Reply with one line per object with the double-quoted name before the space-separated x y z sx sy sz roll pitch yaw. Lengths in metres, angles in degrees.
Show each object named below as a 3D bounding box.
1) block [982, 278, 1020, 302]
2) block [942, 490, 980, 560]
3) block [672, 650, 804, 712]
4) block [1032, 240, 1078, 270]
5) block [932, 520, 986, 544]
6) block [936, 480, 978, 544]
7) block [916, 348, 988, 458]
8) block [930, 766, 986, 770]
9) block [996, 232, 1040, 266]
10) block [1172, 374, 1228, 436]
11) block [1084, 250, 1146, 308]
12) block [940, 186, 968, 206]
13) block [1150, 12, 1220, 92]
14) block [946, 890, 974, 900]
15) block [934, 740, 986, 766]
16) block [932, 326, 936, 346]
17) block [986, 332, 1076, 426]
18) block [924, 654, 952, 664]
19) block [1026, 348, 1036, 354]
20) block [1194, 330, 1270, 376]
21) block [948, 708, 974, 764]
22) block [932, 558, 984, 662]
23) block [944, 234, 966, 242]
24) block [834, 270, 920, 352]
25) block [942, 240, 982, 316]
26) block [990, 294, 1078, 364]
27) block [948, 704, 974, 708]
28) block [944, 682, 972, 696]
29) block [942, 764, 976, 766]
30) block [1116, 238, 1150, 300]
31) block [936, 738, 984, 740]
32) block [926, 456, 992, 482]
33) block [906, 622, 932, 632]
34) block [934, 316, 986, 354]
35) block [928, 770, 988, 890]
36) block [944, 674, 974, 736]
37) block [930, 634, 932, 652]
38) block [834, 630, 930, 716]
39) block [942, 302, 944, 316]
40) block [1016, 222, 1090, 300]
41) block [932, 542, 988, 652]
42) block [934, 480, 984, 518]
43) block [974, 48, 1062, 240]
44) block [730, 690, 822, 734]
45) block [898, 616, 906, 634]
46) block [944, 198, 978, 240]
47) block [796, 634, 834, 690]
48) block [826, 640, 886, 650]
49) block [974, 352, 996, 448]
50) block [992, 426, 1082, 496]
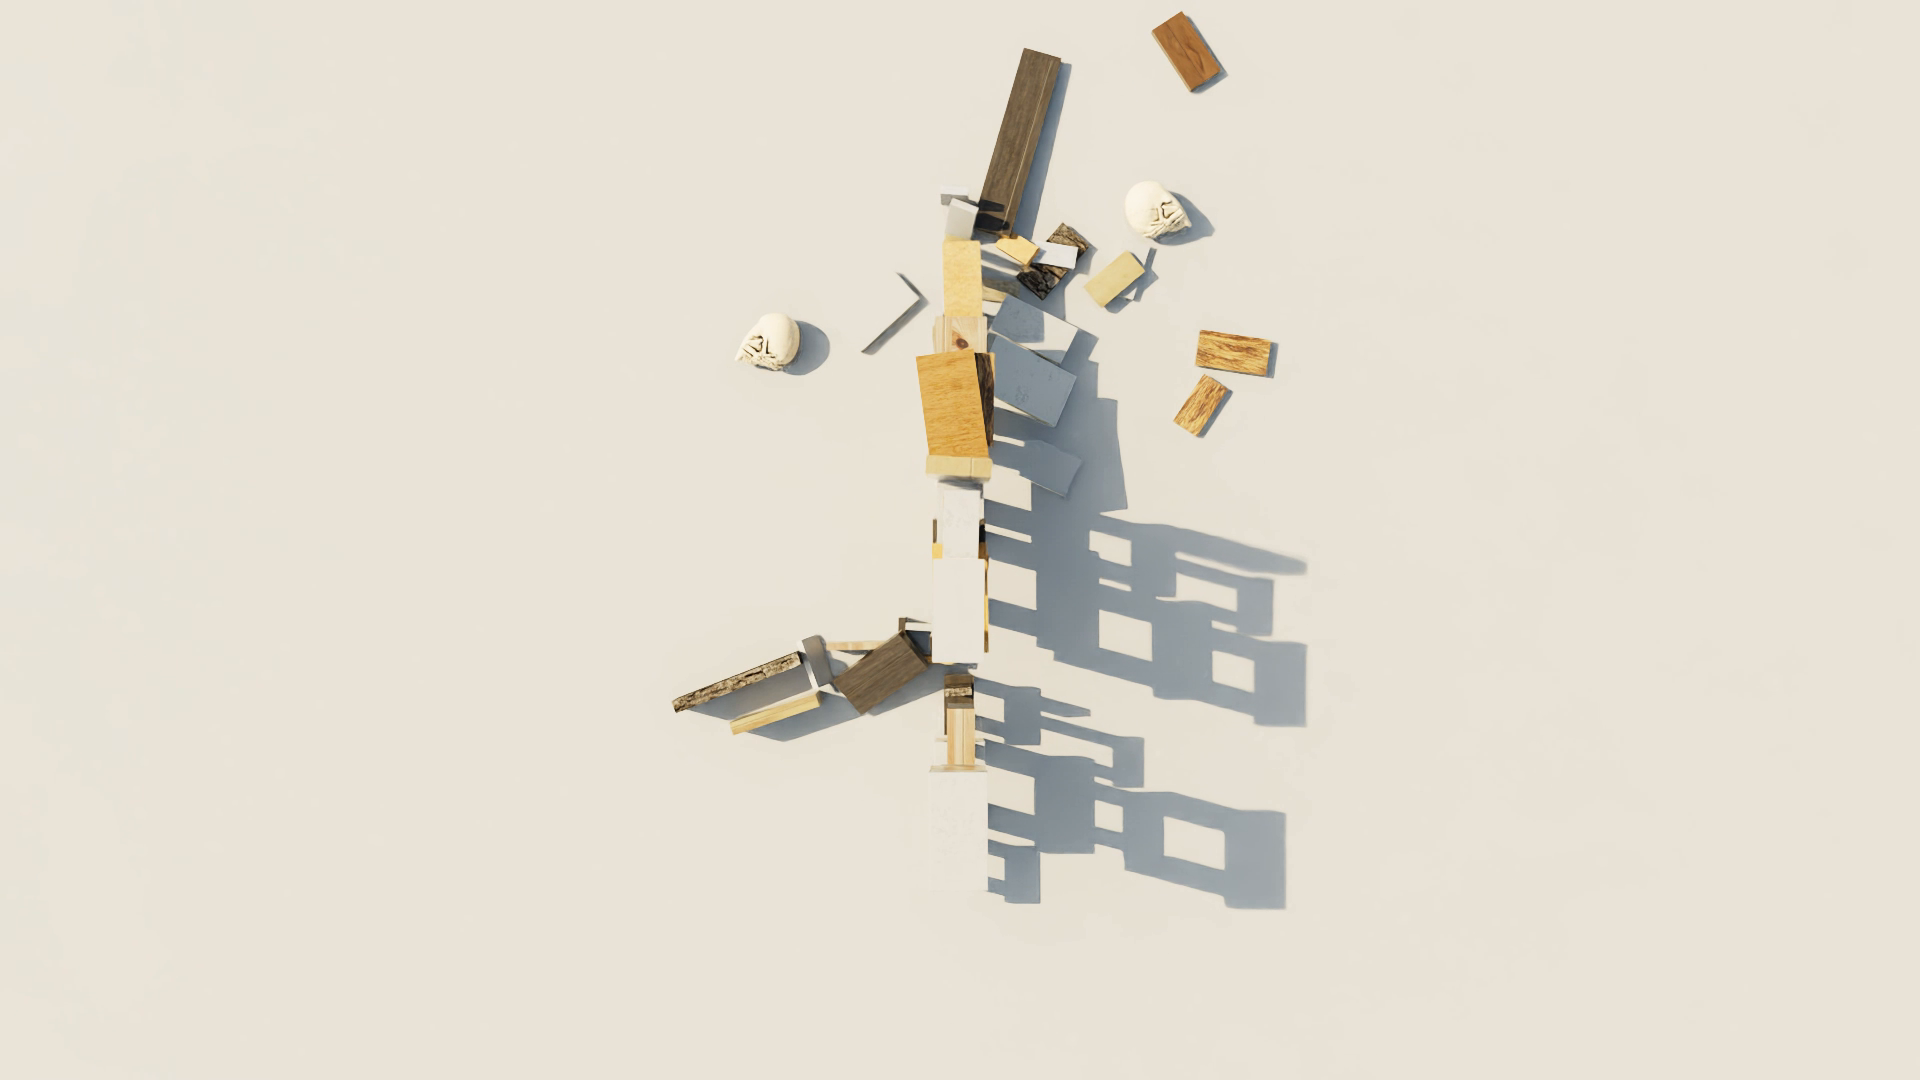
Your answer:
"block" 0.128 -0.829 5.490 0.141 0.020 0.071 7 90 0
"block" 0.003 -0.039 4.552 0.098 0.028 0.195 2 90 0
"block" -0.726 0.464 5.426 0.437 0.148 0.042 -21 90 0
"block" 0.314 -0.943 5.457 0.141 0.020 0.071 10 90 0
"block" -0.003 0.100 5.148 0.164 0.047 0.329 0 90 0
"block" -0.007 -0.107 4.869 0.119 0.034 0.239 1 90 0
"block" -0.023 -0.396 5.069 0.180 0.051 0.359 -8 90 0
"block" -0.005 0.691 4.727 0.162 0.323 0.046 0 90 0
"block" 0.191 -0.967 5.458 0.141 0.020 0.071 37 90 28
"block" 0.798 -0.448 5.487 0.094 0.027 0.187 33 90 0
"block" 0.510 -0.864 5.460 0.187 0.027 0.094 -40 90 0
"block" -0.017 -1.127 5.410 0.090 0.180 0.026 4 90 0
"block" 0.750 -1.624 5.483 0.118 0.033 0.236 -33 90 0
"block" 0.001 1.059 5.299 0.094 0.027 0.188 0 90 0
"block" -0.001 0.789 5.161 0.158 0.045 0.317 0 90 0
"block" -0.007 -0.648 5.339 0.161 0.321 0.046 0 90 0
"block" 0.204 -0.521 5.375 0.359 0.051 0.180 23 90 -36
"block" -0.102 0.395 5.460 0.159 0.080 0.023 3 90 0
"block" 0.180 -0.628 5.481 0.135 0.038 0.271 26 90 0
"block" 0.905 -0.622 5.483 0.236 0.033 0.118 9 90 0
"block" 0.003 0.590 4.960 0.083 0.024 0.167 0 90 0
"block" -0.004 0.191 4.463 0.139 0.039 0.278 0 90 0
"block" -0.003 -0.972 5.409 0.090 0.180 0.026 14 95 0
"block" -0.276 -0.760 5.482 0.261 0.037 0.131 -42 90 0
"block" 0.007 -0.826 5.240 0.121 0.034 0.241 -2 90 0
"block" 0.243 -0.695 5.443 0.261 0.037 0.130 26 90 0
"block" 0.003 0.535 5.126 0.083 0.309 0.024 0 90 0
"block" -0.005 0.471 5.197 0.084 0.167 0.024 -4 90 0
"block" -0.004 0.714 5.029 0.109 0.219 0.031 0 90 0
"block" 0.559 -0.901 5.487 0.094 0.027 0.187 18 90 0
"block" -0.001 0.683 5.342 0.158 0.317 0.045 0 90 0
"block" -0.004 -0.199 4.659 0.180 0.388 0.051 3 90 0
"block" -0.099 0.288 5.460 0.159 0.080 0.023 4 90 0
"block" 0.001 -0.535 5.156 0.161 0.046 0.321 1 90 0
"block" -0.005 0.799 4.543 0.162 0.046 0.323 0 90 0
"block" -0.003 0.529 5.295 0.096 0.027 0.192 0 90 0
"block" -0.012 0.280 4.622 0.139 0.278 0.039 -2 90 0
"block" -0.258 0.436 5.417 0.295 0.042 0.148 -36 99 21
"block" 0.004 -0.743 5.379 0.121 0.241 0.034 1 91 0
"block" 0.307 -0.926 5.483 0.118 0.033 0.236 41 90 0
"block" 0.001 0.168 4.784 0.159 0.045 0.319 -1 90 0
"block" -0.003 -0.221 5.173 0.153 0.043 0.305 0 90 0
"block" 0.188 -1.315 5.465 0.130 0.037 0.622 16 87 1
"block" -0.603 0.567 5.426 0.295 0.148 0.042 -19 90 0
"block" -0.193 0.335 5.460 0.023 0.080 0.159 1 90 0
"block" 0.004 -1.045 5.411 0.090 0.180 0.025 22 67 2
"block" -0.479 0.403 5.459 0.024 0.084 0.167 -20 90 36
"block" -0.335 0.348 5.458 0.204 0.084 0.024 -1 90 0
"block" 0.038 -0.435 5.114 0.135 0.038 0.289 1 90 0
"block" 0.253 -0.263 5.481 0.271 0.038 0.135 24 90 0
